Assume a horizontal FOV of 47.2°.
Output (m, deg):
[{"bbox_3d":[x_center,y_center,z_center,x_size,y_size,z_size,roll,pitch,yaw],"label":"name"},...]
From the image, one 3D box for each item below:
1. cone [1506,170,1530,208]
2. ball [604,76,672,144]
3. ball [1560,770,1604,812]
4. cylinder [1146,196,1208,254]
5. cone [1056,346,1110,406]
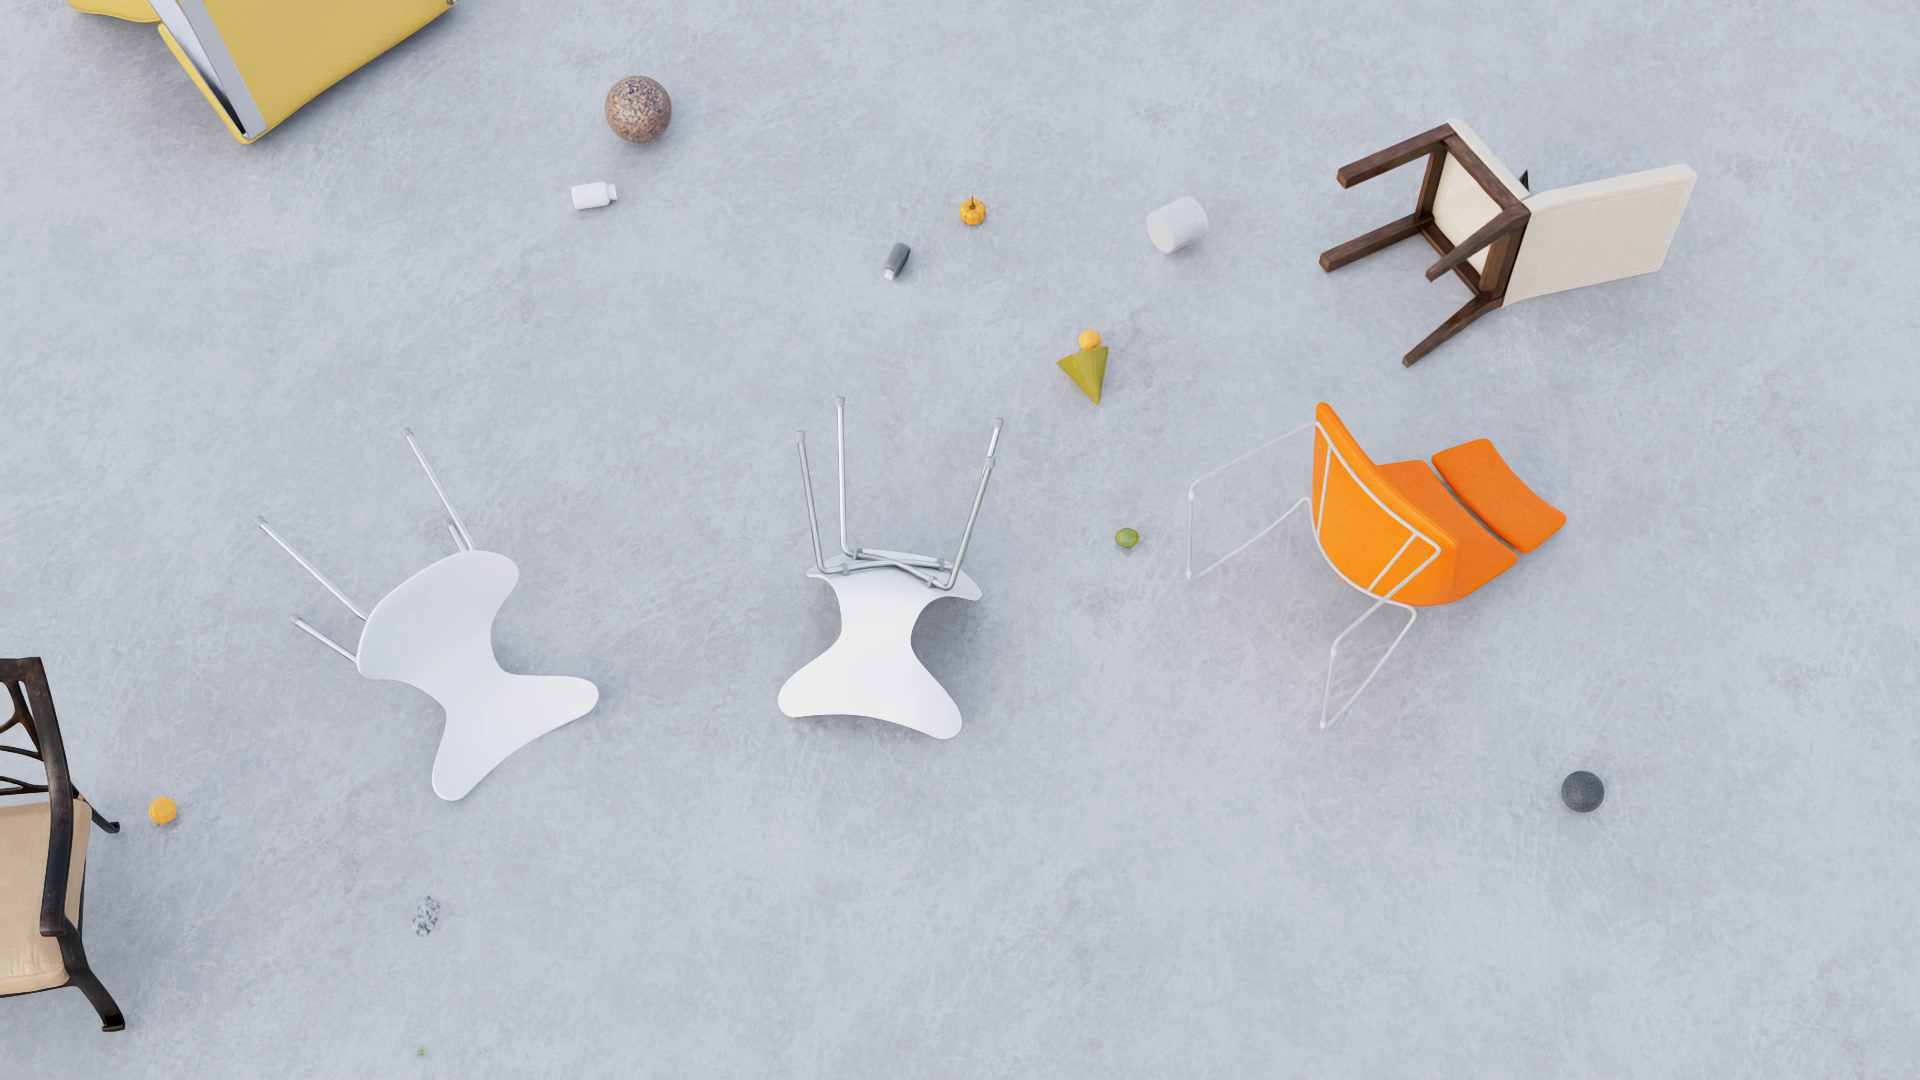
[{"bbox_3d":[1.863,-1.178,7.279,0.074,0.142,0.092,-19,58,-12],"label":"cone"},{"bbox_3d":[-1.084,-1.450,7.410,0.227,0.227,0.227,0,56,0],"label":"ball"},{"bbox_3d":[1.711,0.691,6.040,0.116,0.116,0.116,0,56,0],"label":"ball"},{"bbox_3d":[0.709,-1.027,7.168,0.134,0.172,0.144,-26,105,-17],"label":"cylinder"},{"bbox_3d":[0.408,-0.496,6.860,0.177,0.171,0.169,-11,82,-49],"label":"cone"}]
